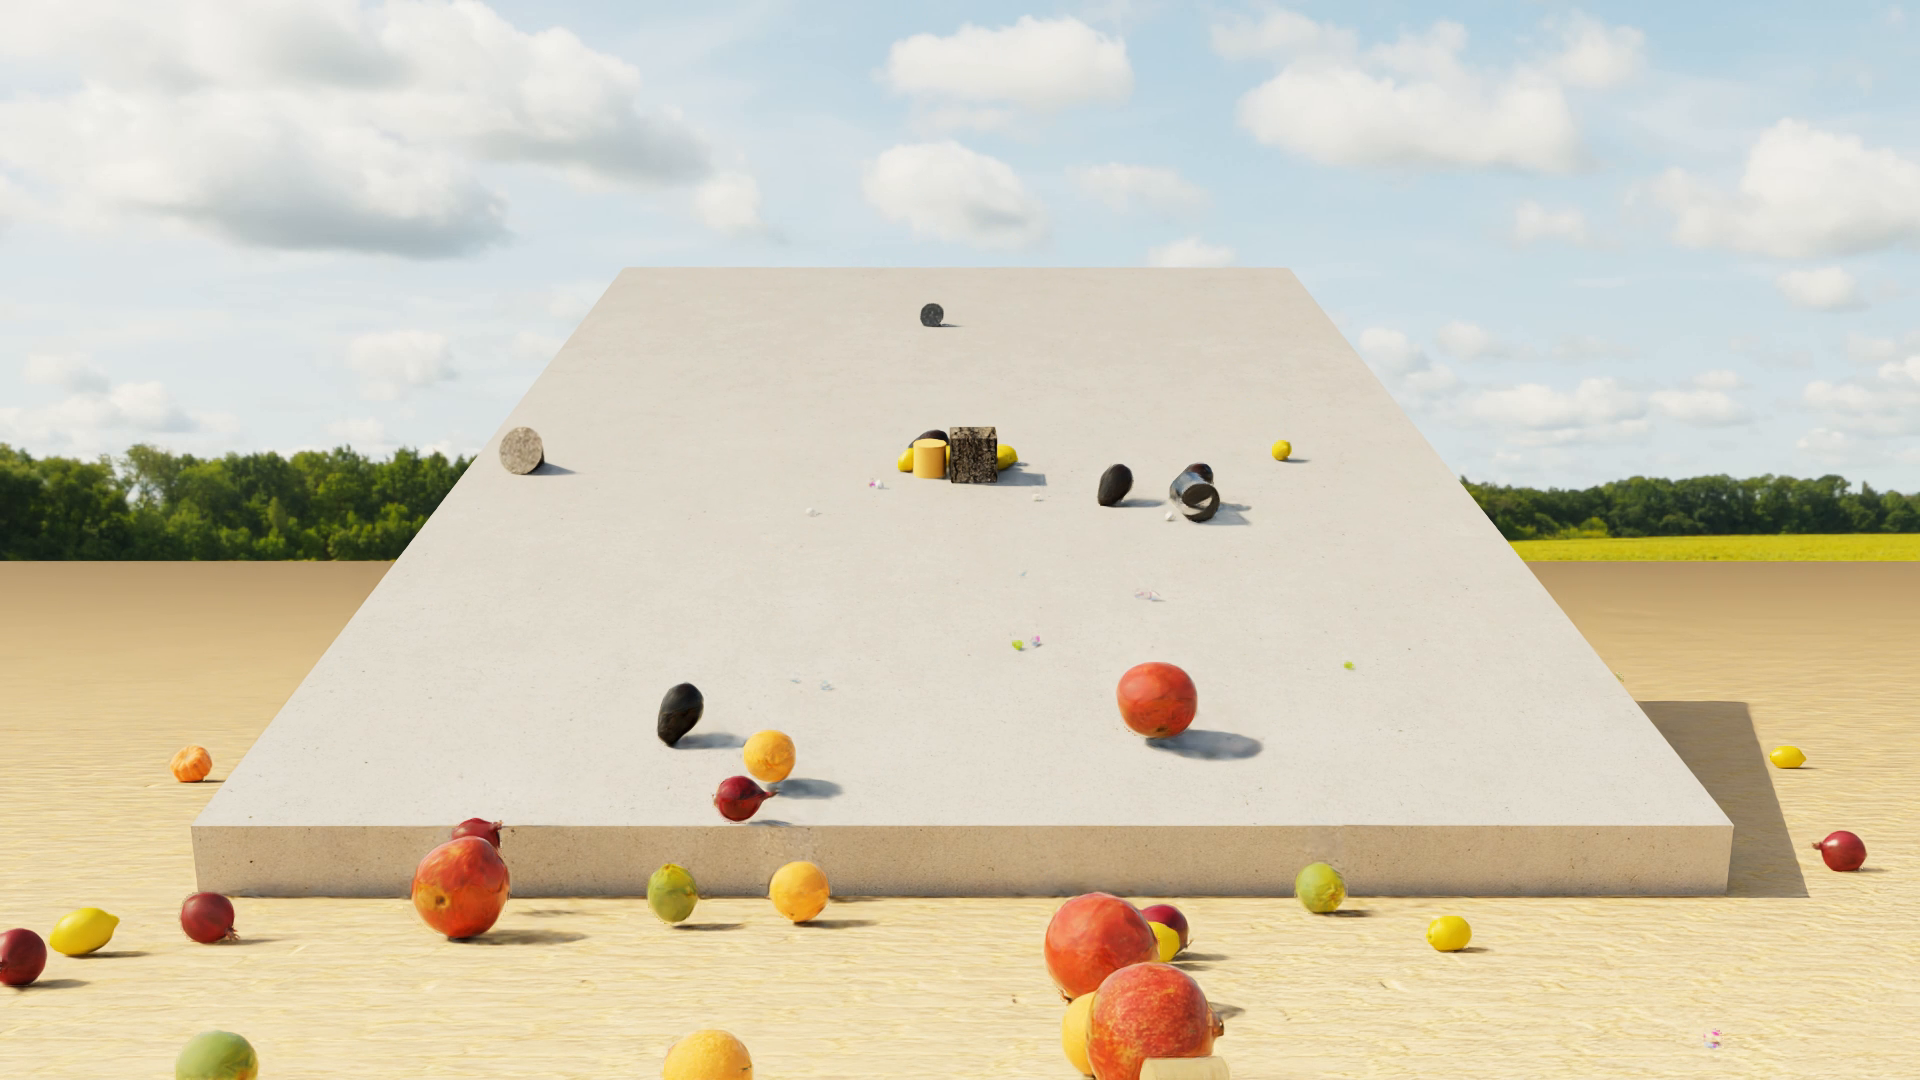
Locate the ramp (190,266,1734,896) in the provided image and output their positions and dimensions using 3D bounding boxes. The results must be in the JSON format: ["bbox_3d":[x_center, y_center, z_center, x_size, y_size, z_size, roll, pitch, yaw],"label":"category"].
[{"bbox_3d":[-0.003,-0.178,4.810,2.000,0.100,4.000,0,17,0],"label":"ramp"}]

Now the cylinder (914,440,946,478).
[{"bbox_3d":[-0.061,-0.163,4.485,0.065,0.065,0.065,0,17,0],"label":"cylinder"}]

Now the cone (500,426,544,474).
[{"bbox_3d":[-0.872,-0.172,4.544,0.099,0.099,0.099,0,-10,18],"label":"cone"}]

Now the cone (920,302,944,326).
[{"bbox_3d":[-0.064,-0.588,5.905,0.066,0.066,0.066,0,-10,17],"label":"cone"}]

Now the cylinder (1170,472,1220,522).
[{"bbox_3d":[0.443,-0.081,4.206,0.077,0.077,0.077,0,17,-12],"label":"cylinder"}]

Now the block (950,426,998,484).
[{"bbox_3d":[0.027,-0.171,4.465,0.092,0.092,0.092,-1,17,-2],"label":"block"}]

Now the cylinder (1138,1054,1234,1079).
[{"bbox_3d":[0.174,0.429,1.716,0.059,0.059,0.059,10,-3,-13],"label":"cylinder"}]
